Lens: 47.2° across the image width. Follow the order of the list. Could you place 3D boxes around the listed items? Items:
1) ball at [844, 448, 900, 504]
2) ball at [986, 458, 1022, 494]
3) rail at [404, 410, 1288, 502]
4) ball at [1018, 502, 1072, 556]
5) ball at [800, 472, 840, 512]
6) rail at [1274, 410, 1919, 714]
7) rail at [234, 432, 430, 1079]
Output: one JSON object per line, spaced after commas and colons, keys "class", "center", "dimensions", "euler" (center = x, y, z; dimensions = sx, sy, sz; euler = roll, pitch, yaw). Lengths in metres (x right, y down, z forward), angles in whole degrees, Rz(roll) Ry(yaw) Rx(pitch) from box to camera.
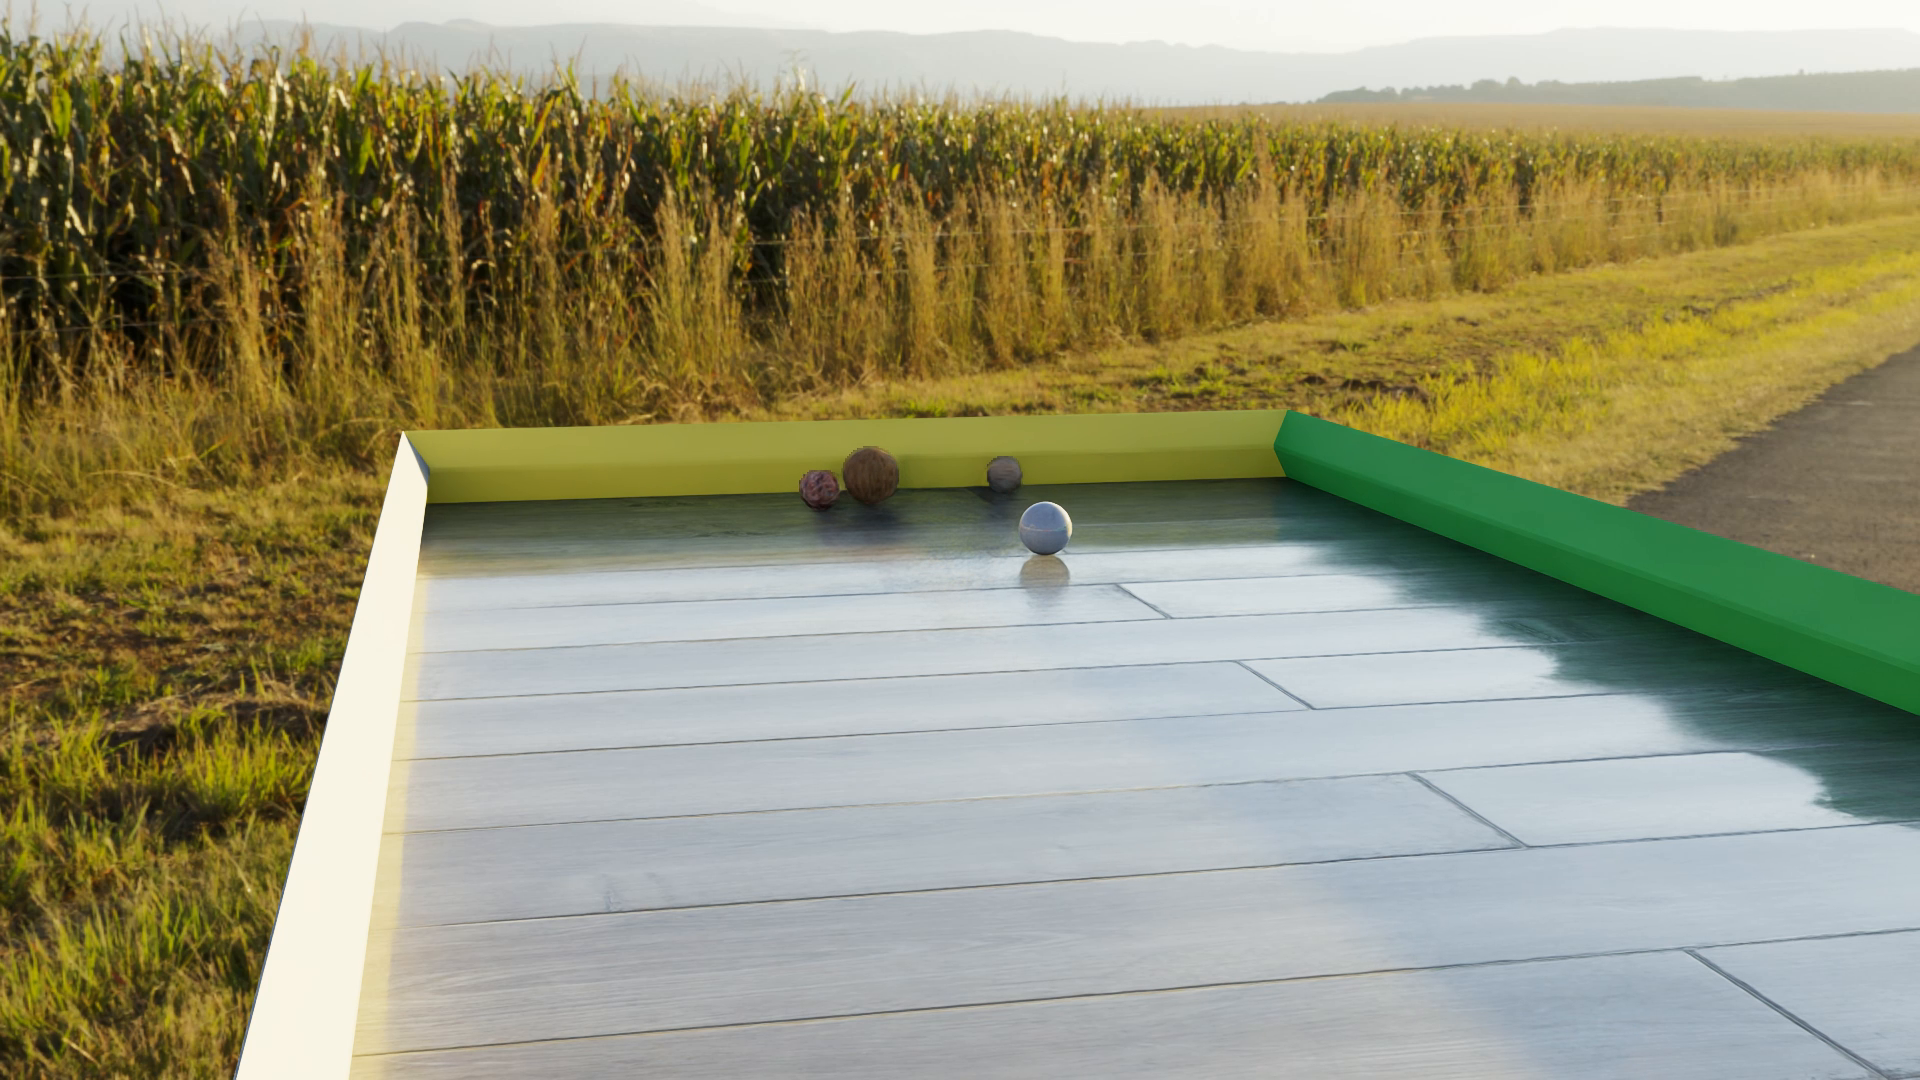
{"class": "ball", "center": [-0.154, -0.111, 3.825], "dimensions": [0.097, 0.097, 0.097], "euler": [0, 10, 0]}
{"class": "ball", "center": [0.080, -0.115, 3.952], "dimensions": [0.064, 0.064, 0.064], "euler": [0, 10, 0]}
{"class": "rail", "center": [-0.168, -0.151, 3.970], "dimensions": [1.627, 0.126, 0.045], "euler": [-2, 10, -12]}
{"class": "ball", "center": [0.129, -0.017, 3.319], "dimensions": [0.081, 0.081, 0.081], "euler": [0, 10, 0]}
{"class": "ball", "center": [-0.238, -0.083, 3.748], "dimensions": [0.068, 0.068, 0.068], "euler": [0, 10, 0]}
{"class": "rail", "center": [0.945, 0.080, 2.603], "dimensions": [0.045, 0.126, 3.234], "euler": [-2, 10, -12]}
{"class": "rail", "center": [-0.598, 0.136, 2.269], "dimensions": [0.045, 0.126, 3.234], "euler": [-2, 10, -12]}
